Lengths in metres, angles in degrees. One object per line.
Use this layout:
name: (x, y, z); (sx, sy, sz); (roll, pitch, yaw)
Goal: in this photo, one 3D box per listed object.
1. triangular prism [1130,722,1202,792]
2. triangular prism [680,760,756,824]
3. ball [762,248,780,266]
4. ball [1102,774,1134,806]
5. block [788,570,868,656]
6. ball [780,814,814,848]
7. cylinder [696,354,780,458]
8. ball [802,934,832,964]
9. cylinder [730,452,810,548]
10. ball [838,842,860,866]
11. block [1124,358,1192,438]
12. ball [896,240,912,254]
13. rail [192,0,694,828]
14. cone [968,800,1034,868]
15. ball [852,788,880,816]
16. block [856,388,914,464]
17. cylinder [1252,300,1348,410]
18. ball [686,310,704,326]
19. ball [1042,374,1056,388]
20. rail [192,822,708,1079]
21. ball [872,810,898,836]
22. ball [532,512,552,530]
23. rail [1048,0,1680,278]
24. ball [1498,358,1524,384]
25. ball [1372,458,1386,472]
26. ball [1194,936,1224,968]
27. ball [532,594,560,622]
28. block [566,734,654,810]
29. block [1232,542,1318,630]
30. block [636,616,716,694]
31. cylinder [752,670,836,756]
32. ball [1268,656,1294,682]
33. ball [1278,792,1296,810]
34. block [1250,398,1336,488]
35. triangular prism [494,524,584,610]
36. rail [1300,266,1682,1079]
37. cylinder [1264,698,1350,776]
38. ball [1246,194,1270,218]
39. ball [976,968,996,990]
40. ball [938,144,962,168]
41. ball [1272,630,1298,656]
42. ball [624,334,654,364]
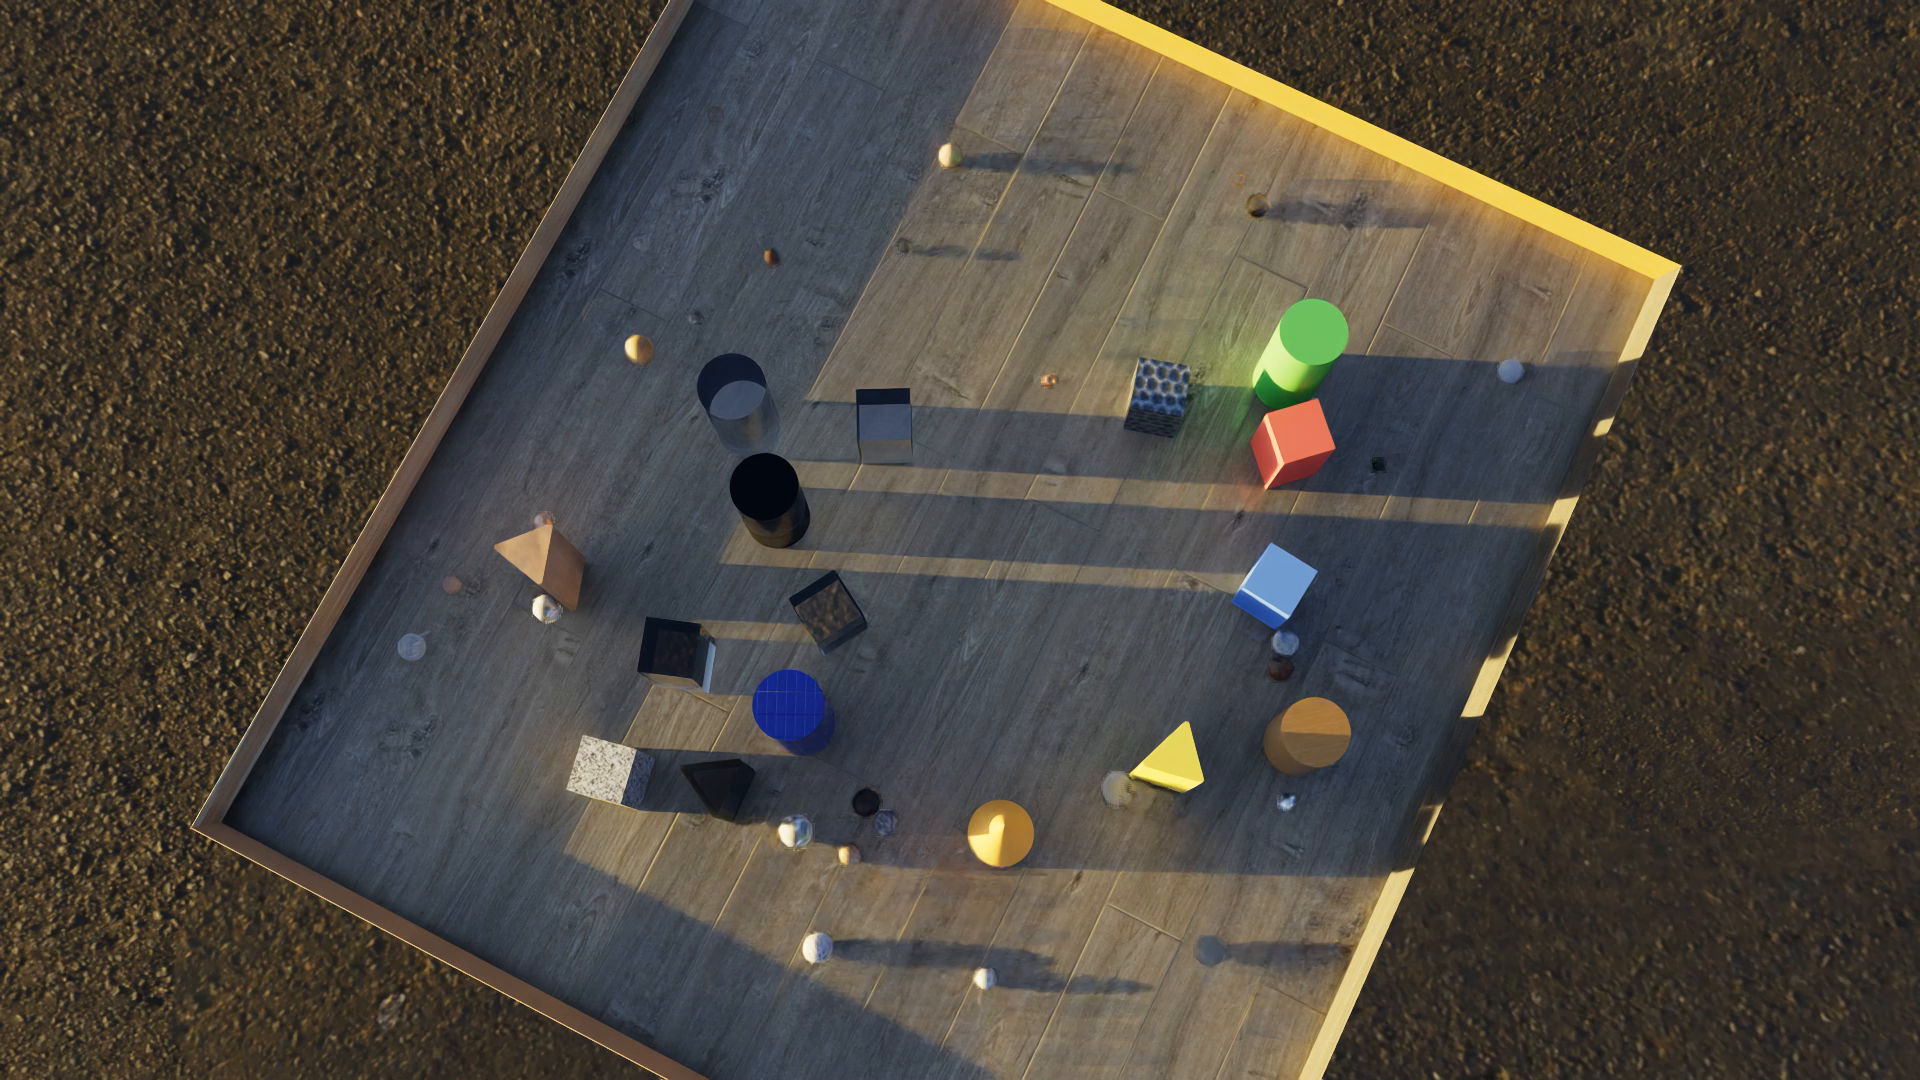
triangular prism: (0.609, 0.616, 5.274); (0.172, 0.421, 0.149); (16, 79, 3)
triangular prism: (-0.671, 0.694, 5.285); (0.149, 0.367, 0.172); (-35, 80, -7)
ball: (-0.594, -0.890, 5.774); (0.053, 0.053, 0.053); (0, 78, 0)
ball: (0.468, 0.738, 5.414); (0.097, 0.097, 0.097); (0, 78, 0)
block: (-0.389, 0.218, 5.442); (0.159, 0.253, 0.159); (-32, 80, -6)
ball: (-0.482, 0.855, 5.389); (0.099, 0.099, 0.099); (0, 78, 0)
cylinder: (-0.655, -0.395, 5.470); (0.198, 0.447, 0.198); (0, 78, 0)
ball: (-0.414, 1.187, 5.326); (0.087, 0.087, 0.087); (0, 78, 0)
cylinder: (-0.559, -0.112, 5.433); (0.198, 0.405, 0.198); (0, 78, 0)
ball: (-0.325, 0.924, 5.392); (0.065, 0.065, 0.065); (0, 78, 0)
block: (0.599, -0.431, 5.578); (0.159, 0.250, 0.159); (10, 79, 2)
ball: (-0.177, -0.925, 5.783); (0.049, 0.049, 0.049); (0, 78, 0)
rail: (-1.420, -0.689, 5.692); (0.045, 0.129, 3.533); (26, 80, 5)
cone: (0.121, 0.824, 5.216); (0.198, 0.450, 0.198); (0, 78, 0)
ball: (-0.277, 0.776, 5.414); (0.082, 0.082, 0.082); (0, 78, 0)
block: (-0.227, -0.343, 5.546); (0.159, 0.277, 0.159); (-1, 78, 0)
cylinder: (1.013, -0.546, 5.481); (0.198, 0.486, 0.198); (0, 78, 0)
ball: (-0.828, -0.695, 5.733); (0.054, 0.054, 0.054); (0, 78, 0)
ball: (0.278, -0.495, 5.698); (0.041, 0.041, 0.041); (0, 78, 0)
rail: (-0.779, 1.533, 5.232); (3.223, 0.129, 0.045); (26, 80, 5)
ball: (-0.220, 0.835, 5.405); (0.076, 0.076, 0.076); (0, 78, 0)
ball: (-1.275, -0.057, 5.599); (0.058, 0.058, 0.058); (0, 78, 0)
rail: (0.779, -1.520, 5.864); (3.223, 0.129, 0.045); (26, 80, 5)
ball: (1.710, -0.524, 5.686); (0.076, 0.076, 0.076); (0, 78, 0)
ball: (1.290, -0.230, 5.643); (0.041, 0.041, 0.041); (0, 78, 0)
ball: (0.725, 1.195, 5.324); (0.089, 0.089, 0.089); (0, 78, 0)
ball: (-1.247, 0.206, 5.523); (0.083, 0.083, 0.083); (0, 78, 0)
block: (-1.009, 0.678, 5.315); (0.159, 0.316, 0.159); (14, 79, 3)
block: (0.933, 0.140, 5.458); (0.159, 0.255, 0.159); (32, 80, 6)
block: (-0.826, 0.340, 5.370); (0.159, 0.344, 0.159); (7, 78, 2)
cylinder: (-0.473, 0.502, 5.273); (0.198, 0.469, 0.198); (0, 78, 0)
ball: (0.963, 0.386, 5.498); (0.076, 0.076, 0.076); (0, 78, 0)
ball: (0.970, 0.776, 5.429); (0.053, 0.053, 0.053); (0, 78, 0)
block: (0.997, -0.286, 5.512); (0.159, 0.320, 0.159); (-17, 79, -3)
triangular prism: (-1.194, 0.061, 5.367); (0.172, 0.464, 0.149); (38, 81, 7)
rail: (1.420, 0.702, 5.404); (0.045, 0.129, 3.533); (26, 80, 5)
cylinder: (1.007, 0.575, 5.337); (0.198, 0.315, 0.198); (0, 78, 0)
ball: (0.943, -1.056, 5.796); (0.078, 0.078, 0.078); (0, 78, 0)
ball: (0.076, 1.274, 5.321); (0.062, 0.062, 0.062); (0, 78, 0)
ball: (-0.029, -1.223, 5.831); (0.076, 0.076, 0.076); (0, 78, 0)
ball: (0.979, 0.308, 5.512); (0.080, 0.080, 0.080); (0, 78, 0)
ball: (-0.998, -0.594, 5.693); (0.091, 0.091, 0.091); (0, 78, 0)
